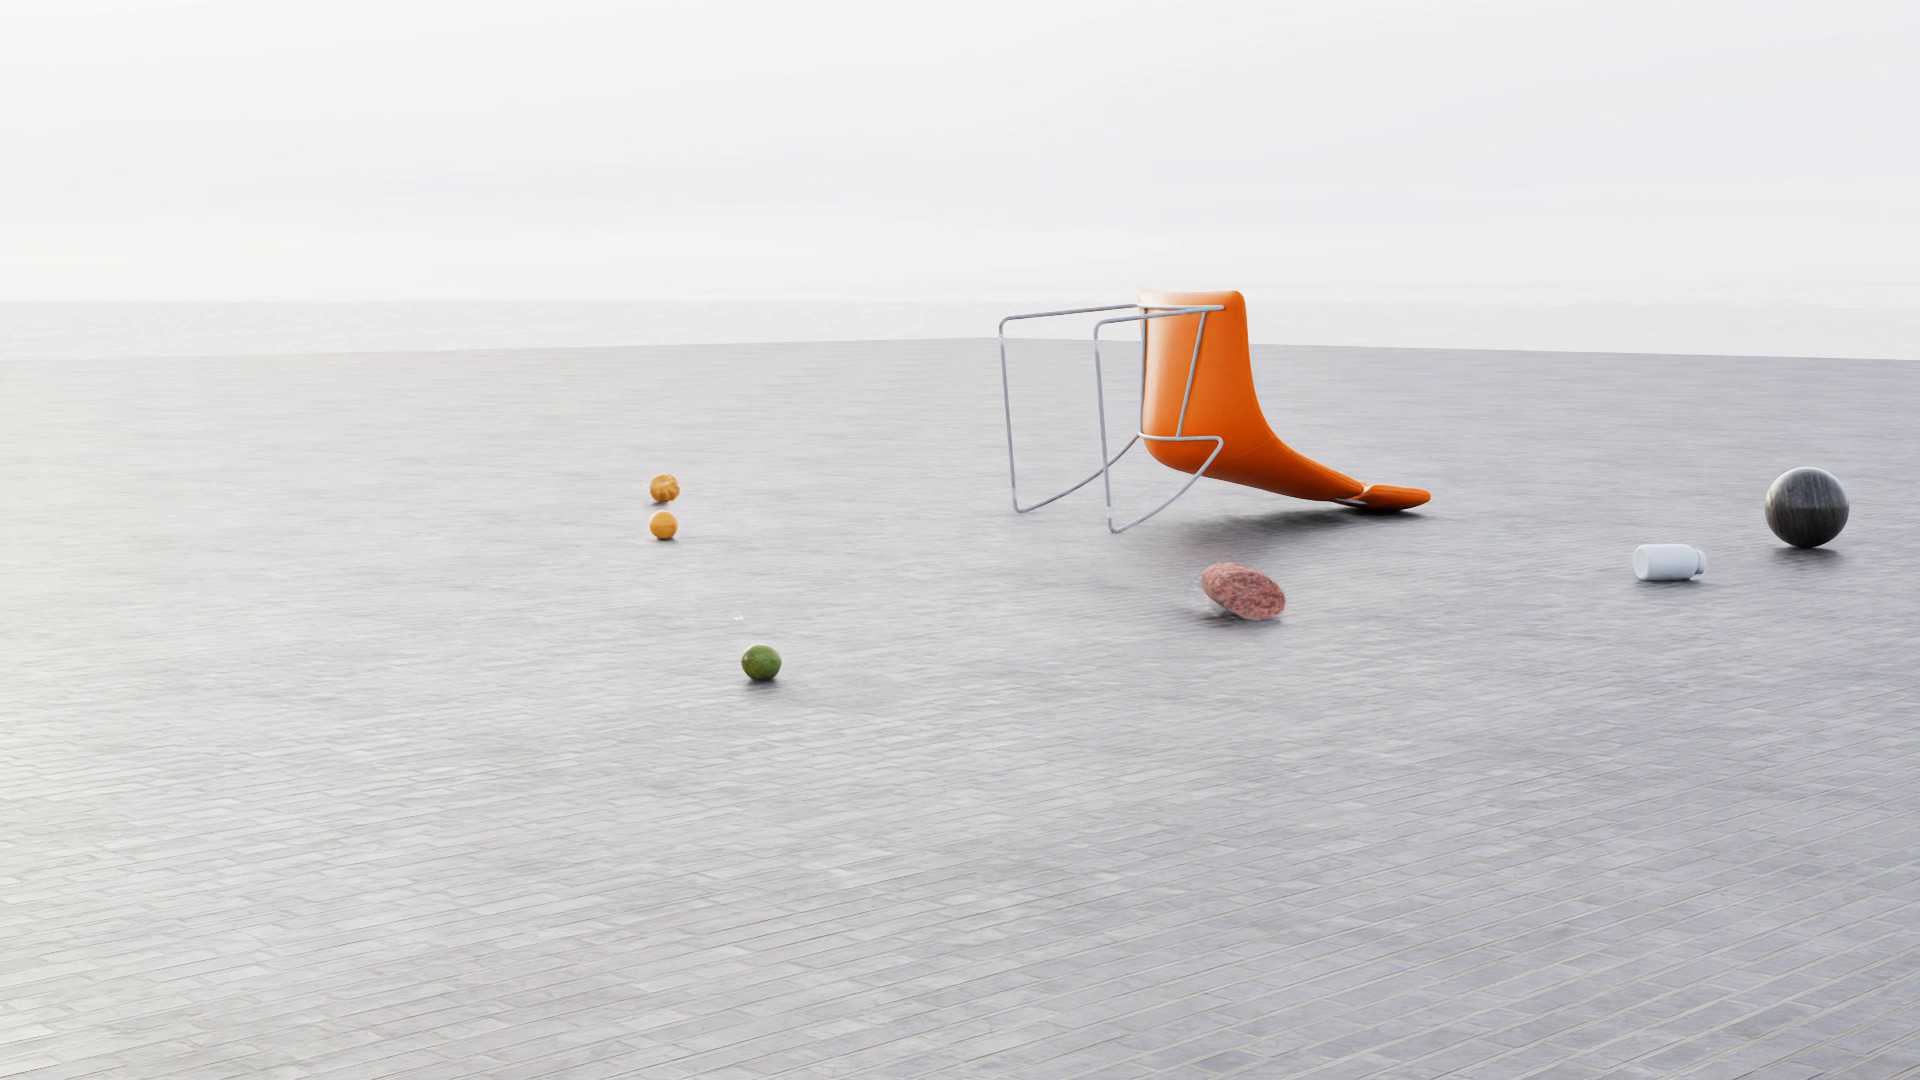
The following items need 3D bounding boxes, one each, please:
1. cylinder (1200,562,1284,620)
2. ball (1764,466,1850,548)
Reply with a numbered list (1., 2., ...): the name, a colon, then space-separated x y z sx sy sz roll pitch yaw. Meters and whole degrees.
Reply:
1. cylinder: 0.550 0.099 4.998 0.138 0.088 0.163 16 4 -6
2. ball: 2.054 -0.080 6.223 0.197 0.197 0.197 0 6 0
